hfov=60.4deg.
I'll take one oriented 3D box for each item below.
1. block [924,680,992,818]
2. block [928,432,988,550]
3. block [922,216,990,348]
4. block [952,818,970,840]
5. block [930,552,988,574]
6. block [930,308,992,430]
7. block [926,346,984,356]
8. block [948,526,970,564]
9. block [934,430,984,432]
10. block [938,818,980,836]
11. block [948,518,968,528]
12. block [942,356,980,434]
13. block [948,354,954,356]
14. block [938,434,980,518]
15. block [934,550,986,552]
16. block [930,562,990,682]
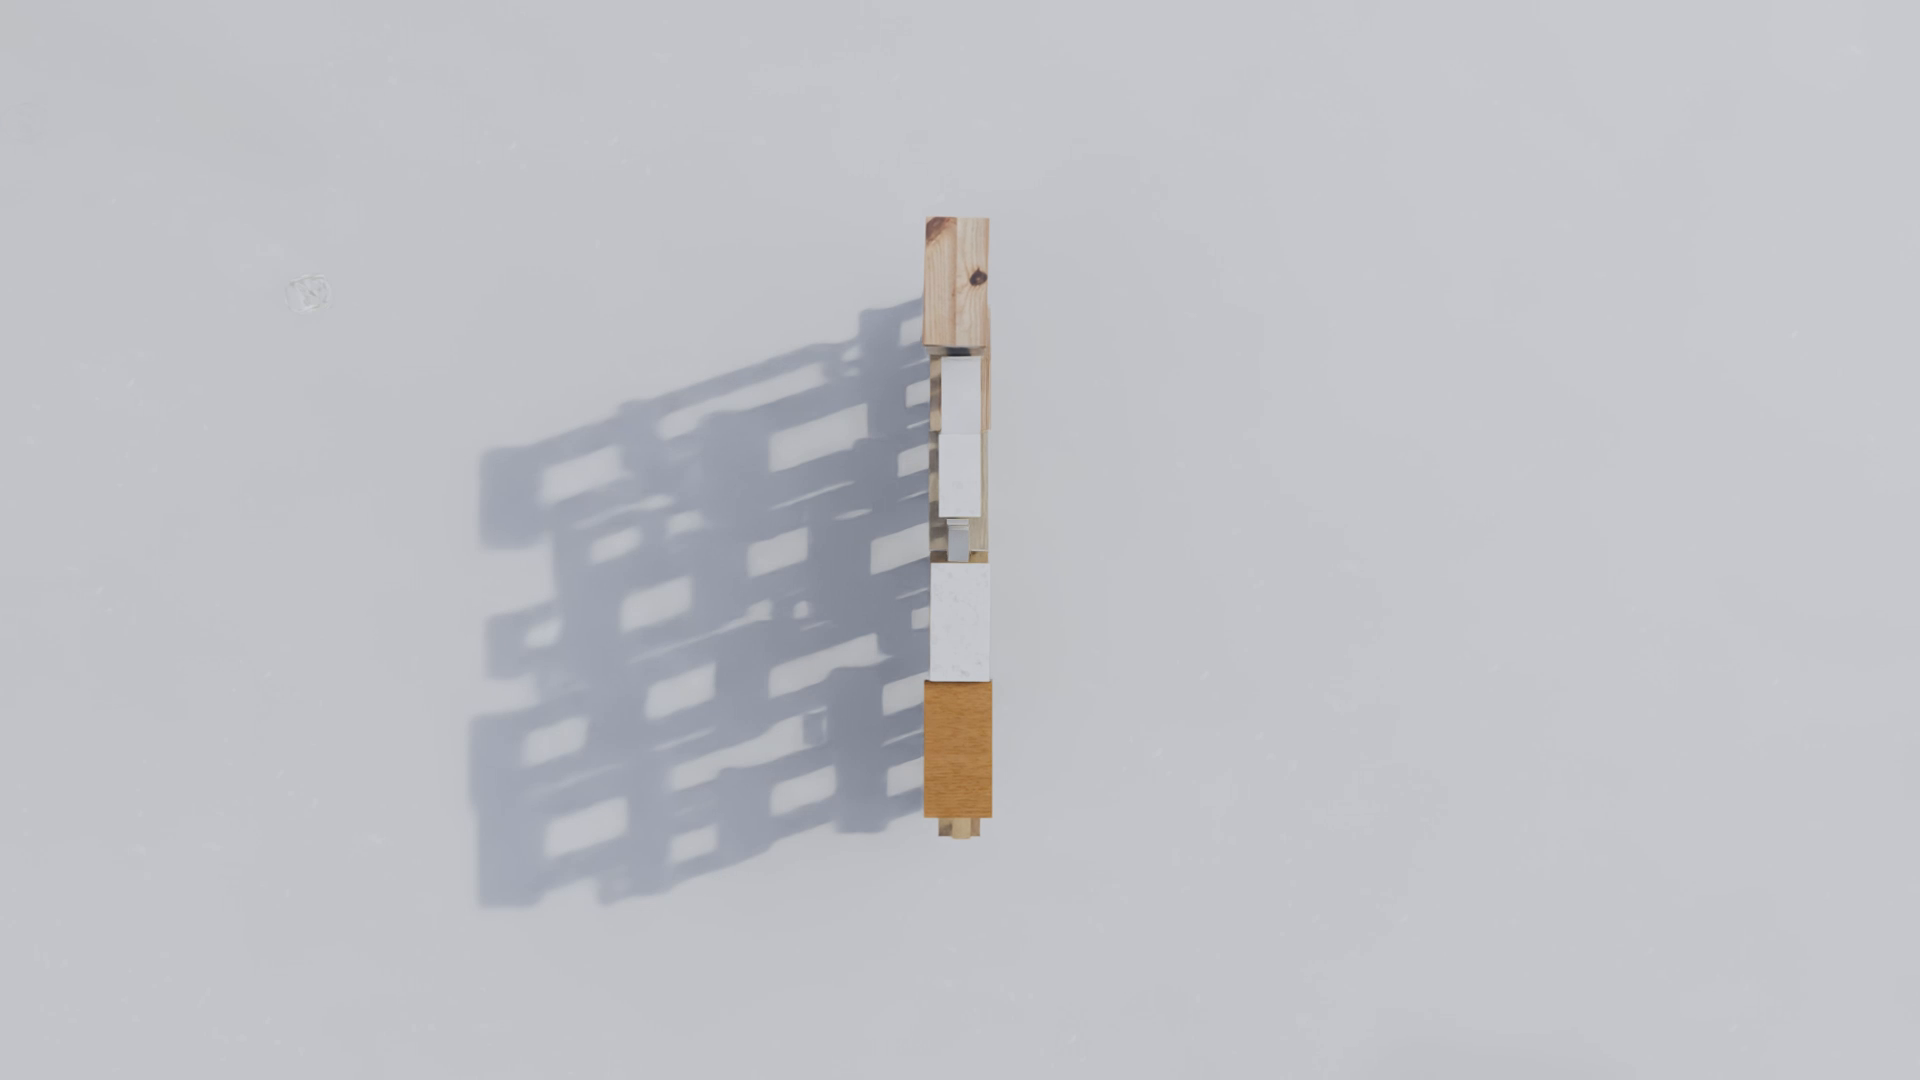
[{"bbox_3d":[-0.005,0.533,4.219,0.174,0.049,0.347,0,90,0],"label":"block"},{"bbox_3d":[-0.005,-0.132,4.438,0.159,0.045,0.319,0,87,0],"label":"block"},{"bbox_3d":[-0.010,-0.659,4.220,0.163,0.046,0.326,2,90,0],"label":"block"},{"bbox_3d":[0.004,0.762,4.486,0.050,0.014,0.101,0,90,0],"label":"block"},{"bbox_3d":[-0.004,0.190,4.518,0.158,0.045,0.317,0,90,0],"label":"block"},{"bbox_3d":[0.001,-0.502,4.854,0.180,0.051,0.359,0,90,0],"label":"block"},{"bbox_3d":[-0.013,-0.548,4.460,0.163,0.434,0.046,2,90,0],"label":"block"},{"bbox_3d":[-0.004,0.017,4.356,0.054,0.015,0.108,2,118,0],"label":"block"},{"bbox_3d":[-0.002,-0.166,4.807,0.151,0.043,0.302,0,89,0],"label":"block"},{"bbox_3d":[-0.002,0.709,4.610,0.117,0.033,0.234,0,90,0],"label":"block"},{"bbox_3d":[-0.006,-0.043,4.357,0.054,0.108,0.015,0,84,0],"label":"block"},{"bbox_3d":[0.002,-0.383,4.385,0.103,0.029,0.207,0,90,0],"label":"block"},{"bbox_3d":[-0.003,-0.532,4.686,0.067,0.019,0.133,1,90,0],"label":"block"},{"bbox_3d":[-0.001,-0.163,4.191,0.105,0.030,0.210,0,87,0],"label":"block"},{"bbox_3d":[-0.002,-0.039,5.155,0.161,0.046,0.322,0,90,0],"label":"block"},{"bbox_3d":[0.000,0.208,4.177,0.149,0.042,0.298,0,90,0],"label":"block"}]
